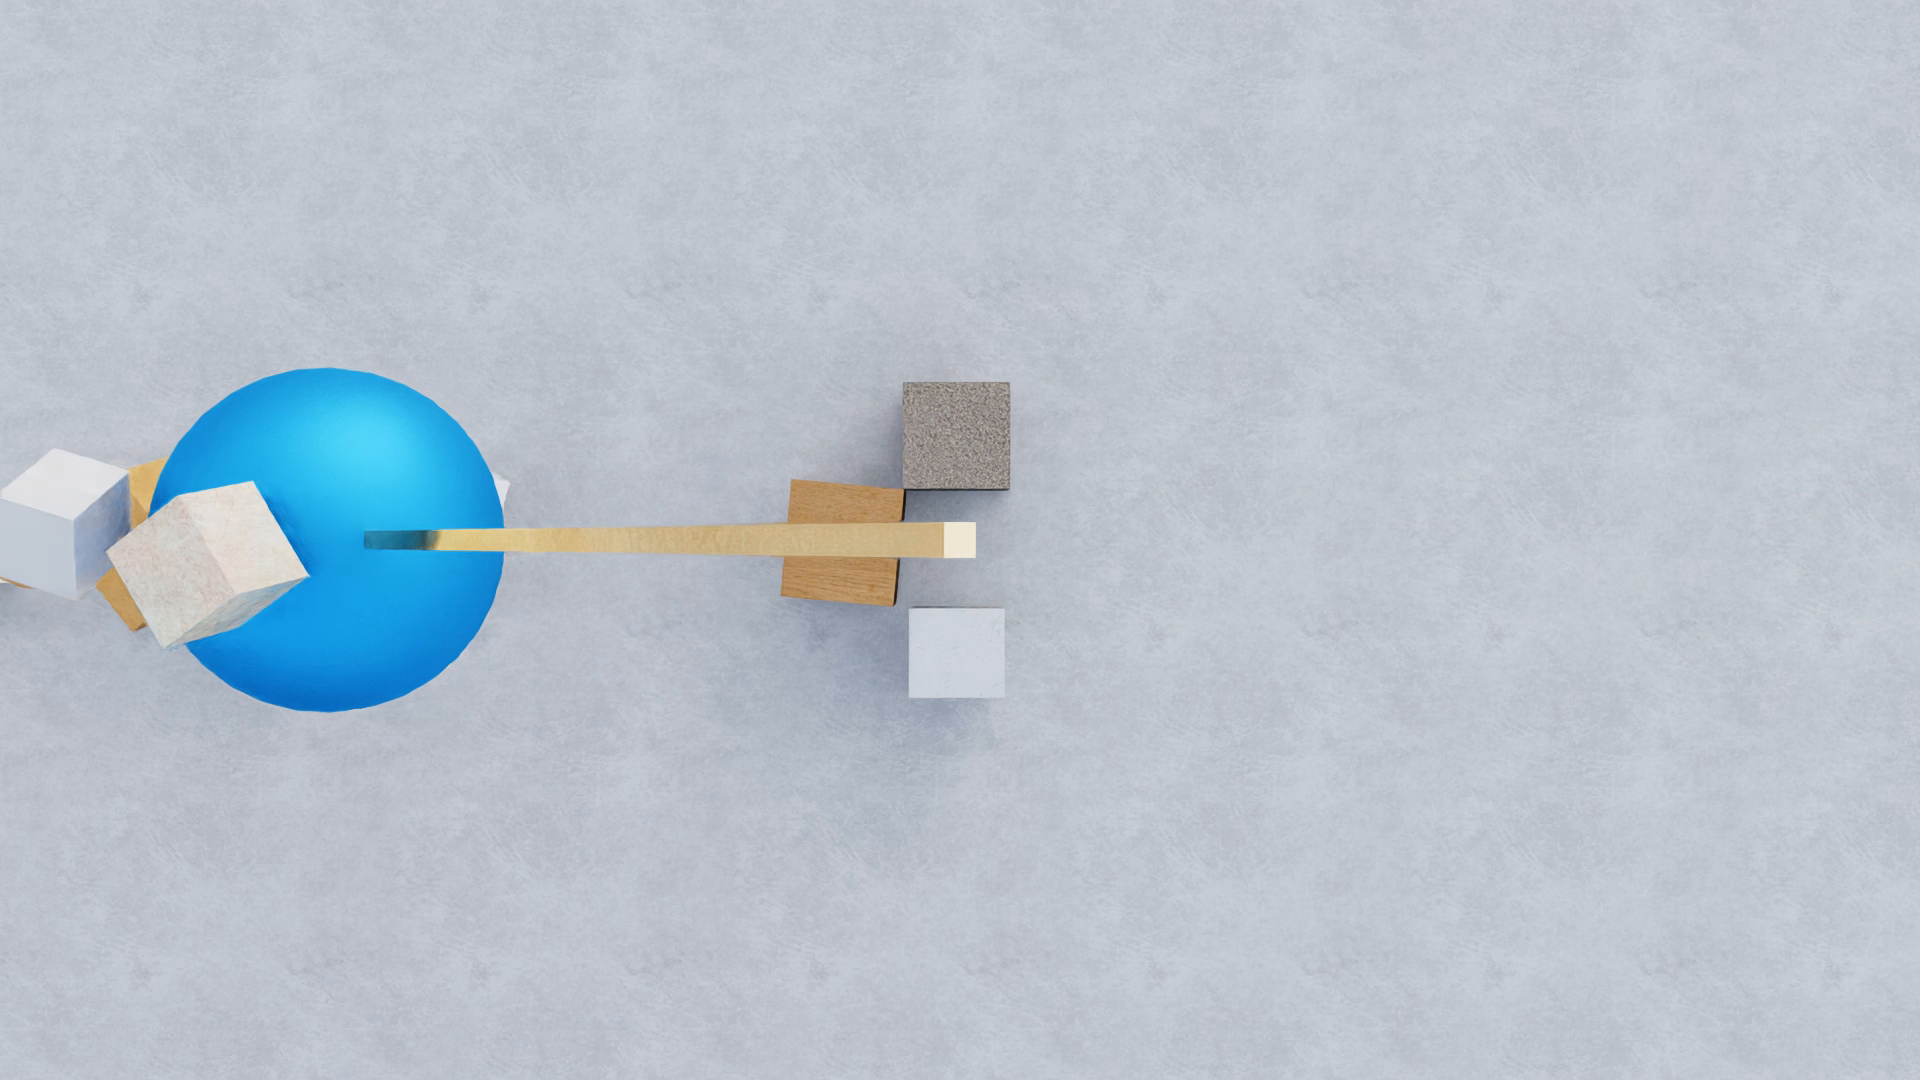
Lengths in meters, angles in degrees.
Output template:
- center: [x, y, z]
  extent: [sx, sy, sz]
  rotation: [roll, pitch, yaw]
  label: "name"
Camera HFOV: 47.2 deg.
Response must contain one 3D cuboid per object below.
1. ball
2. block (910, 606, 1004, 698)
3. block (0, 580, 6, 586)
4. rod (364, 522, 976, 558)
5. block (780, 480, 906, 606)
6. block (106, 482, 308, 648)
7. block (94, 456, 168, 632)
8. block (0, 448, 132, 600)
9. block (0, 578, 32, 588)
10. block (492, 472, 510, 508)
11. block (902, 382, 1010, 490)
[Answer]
- center: [-2.922, 0.000, 10.195]
  extent: [1.600, 1.600, 1.600]
  rotation: [0, 90, 0]
  label: "ball"
- center: [-0.018, 0.641, 12.727]
  extent: [0.541, 0.547, 0.502]
  rotation: [0, 90, 0]
  label: "block"
- center: [-5.920, 0.167, 12.692]
  extent: [0.487, 0.466, 0.483]
  rotation: [-26, 96, 14]
  label: "block"
- center: [-1.266, 0.000, 7.226]
  extent: [0.080, 5.200, 0.080]
  rotation: [0, 90, -29]
  label: "rod"
- center: [-0.661, 0.016, 12.666]
  extent: [0.635, 0.667, 0.661]
  rotation: [5, 90, 0]
  label: "block"
- center: [-3.133, 0.099, 9.171]
  extent: [0.451, 0.478, 0.471]
  rotation: [-33, 87, 21]
  label: "block"
- center: [-4.615, 0.009, 12.625]
  extent: [0.601, 0.561, 0.707]
  rotation: [-38, 90, 23]
  label: "block"
- center: [-4.011, -0.073, 9.862]
  extent: [0.372, 0.449, 0.436]
  rotation: [17, 123, 6]
  label: "block"
- center: [-4.814, 0.005, 11.437]
  extent: [0.333, 0.381, 0.378]
  rotation: [-8, 74, 7]
  label: "block"
- center: [-2.936, -0.196, 12.654]
  extent: [0.465, 0.511, 0.472]
  rotation: [14, 94, -27]
  label: "block"
- center: [-0.019, -0.591, 12.709]
  extent: [0.607, 0.581, 0.601]
  rotation: [0, 90, 0]
  label: "block"
